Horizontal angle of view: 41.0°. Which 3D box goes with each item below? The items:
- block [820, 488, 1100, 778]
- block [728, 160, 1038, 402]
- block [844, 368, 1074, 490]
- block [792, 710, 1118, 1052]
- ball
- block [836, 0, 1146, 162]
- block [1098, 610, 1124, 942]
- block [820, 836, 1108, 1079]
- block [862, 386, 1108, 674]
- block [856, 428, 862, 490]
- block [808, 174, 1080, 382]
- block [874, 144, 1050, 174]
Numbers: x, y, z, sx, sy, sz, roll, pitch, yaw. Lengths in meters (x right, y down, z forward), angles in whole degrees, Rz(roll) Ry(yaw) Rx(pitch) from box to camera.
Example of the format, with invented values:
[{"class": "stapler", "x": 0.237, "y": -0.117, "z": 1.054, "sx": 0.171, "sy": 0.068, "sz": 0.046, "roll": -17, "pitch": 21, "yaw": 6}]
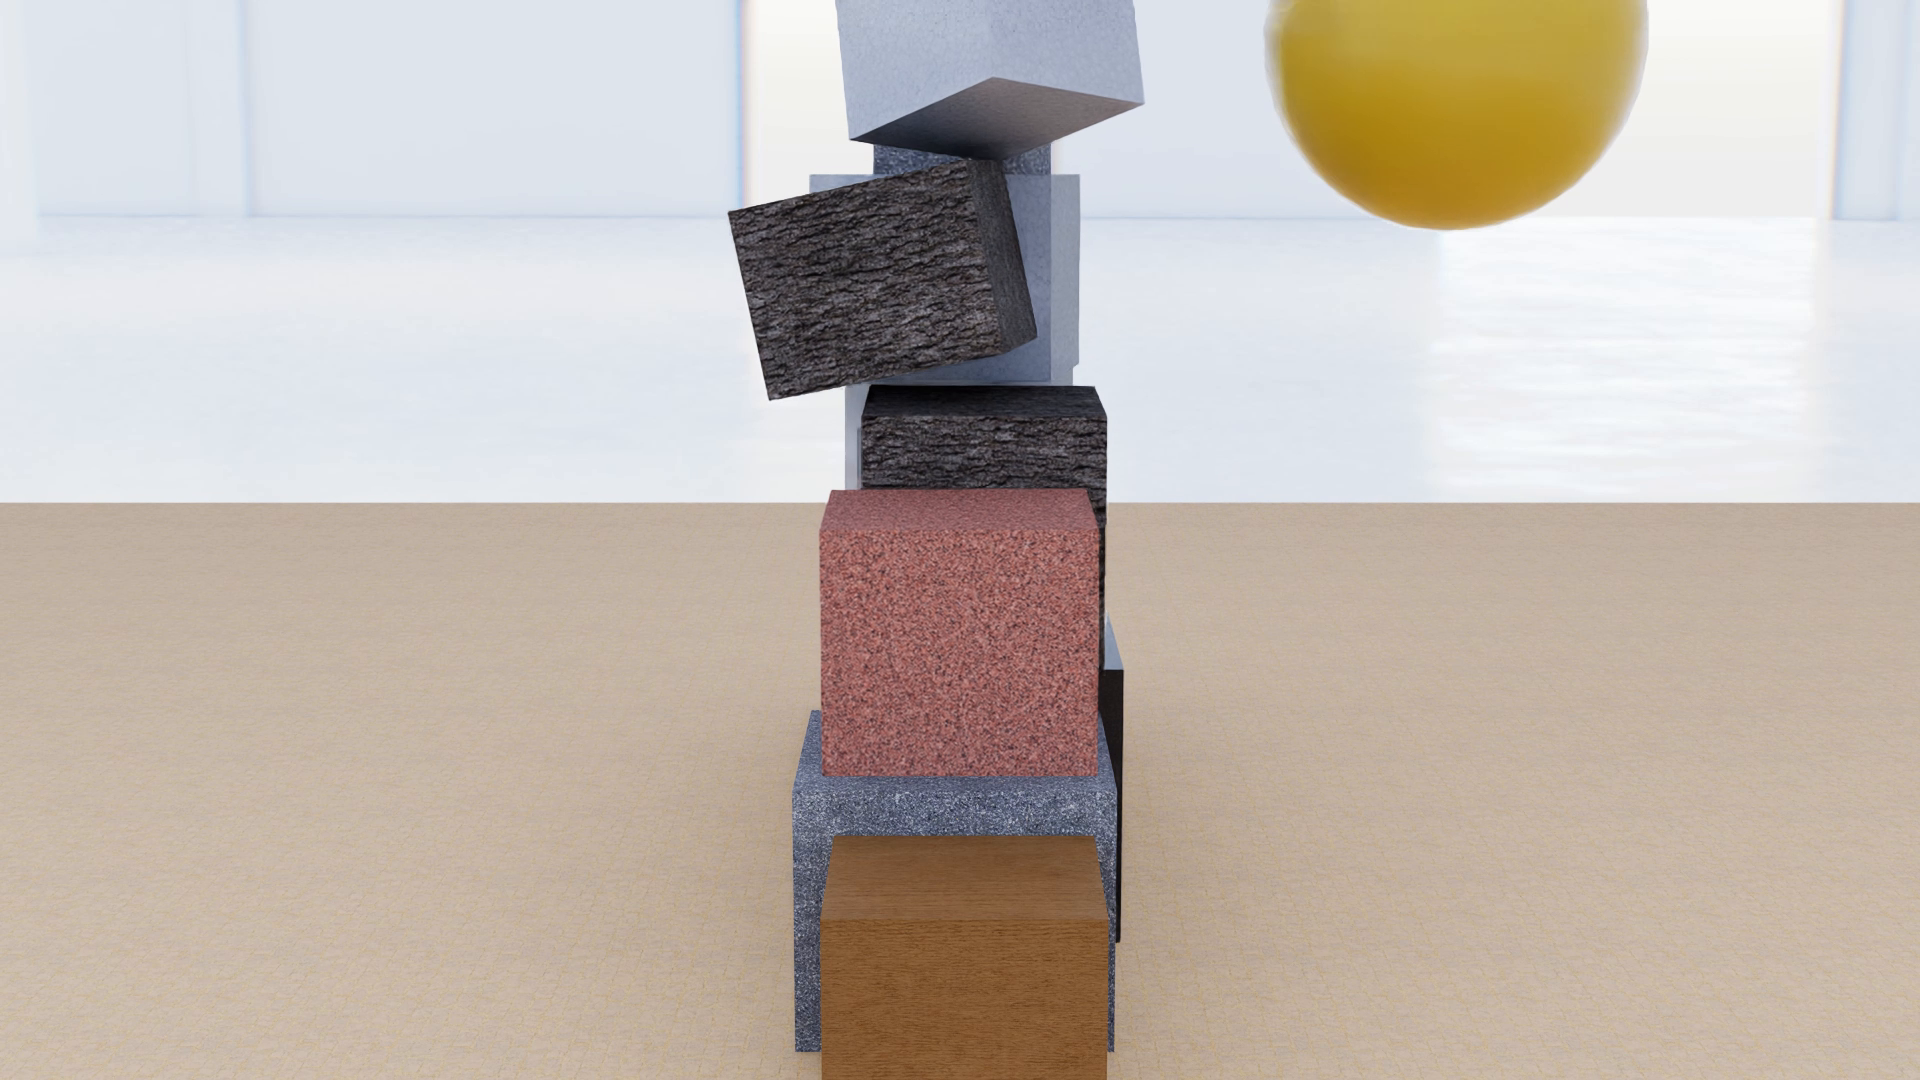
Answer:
[{"class": "block", "x": -0.004, "y": 0.332, "z": 9.705, "sx": 1.001, "sy": 0.913, "sz": 0.915, "roll": 0, "pitch": 10, "yaw": 0}, {"class": "block", "x": -0.297, "y": -1.099, "z": 10.717, "sx": 0.987, "sy": 0.780, "sz": 0.970, "roll": -11, "pitch": 6, "yaw": 11}, {"class": "block", "x": -0.006, "y": -0.305, "z": 12.619, "sx": 1.076, "sy": 1.165, "sz": 1.050, "roll": 0, "pitch": 8, "yaw": 0}, {"class": "block", "x": -0.018, "y": 1.273, "z": 9.824, "sx": 1.160, "sy": 0.981, "sz": 1.188, "roll": 0, "pitch": 10, "yaw": 0}, {"class": "ball", "x": 2.077, "y": -2.103, "z": 10.798, "sx": 1.600, "sy": 1.600, "sz": 1.600, "roll": 0, "pitch": 10, "yaw": 0}, {"class": "block", "x": 0.112, "y": -2.106, "z": 10.637, "sx": 0.853, "sy": 0.775, "sz": 0.888, "roll": 1, "pitch": -10, "yaw": -42}, {"class": "block", "x": 0.075, "y": 0.981, "z": 10.958, "sx": 1.163, "sy": 1.148, "sz": 1.144, "roll": 0, "pitch": 10, "yaw": 0}, {"class": "block", "x": 0.014, "y": 1.543, "z": 8.791, "sx": 0.929, "sy": 0.820, "sz": 0.925, "roll": 0, "pitch": 10, "yaw": 0}, {"class": "block", "x": 0.094, "y": -0.065, "z": 10.609, "sx": 0.961, "sy": 1.033, "sz": 0.998, "roll": 0, "pitch": 10, "yaw": 0}, {"class": "block", "x": 0.023, "y": -0.102, "z": 11.629, "sx": 0.949, "sy": 0.814, "sz": 0.901, "roll": 0, "pitch": 3, "yaw": 0}, {"class": "block", "x": -0.048, "y": -1.216, "z": 11.694, "sx": 1.071, "sy": 0.892, "sz": 1.045, "roll": 1, "pitch": 8, "yaw": 9}, {"class": "block", "x": 0.017, "y": -2.000, "z": 11.687, "sx": 0.669, "sy": 0.661, "sz": 0.656, "roll": 2, "pitch": 9, "yaw": 14}]
